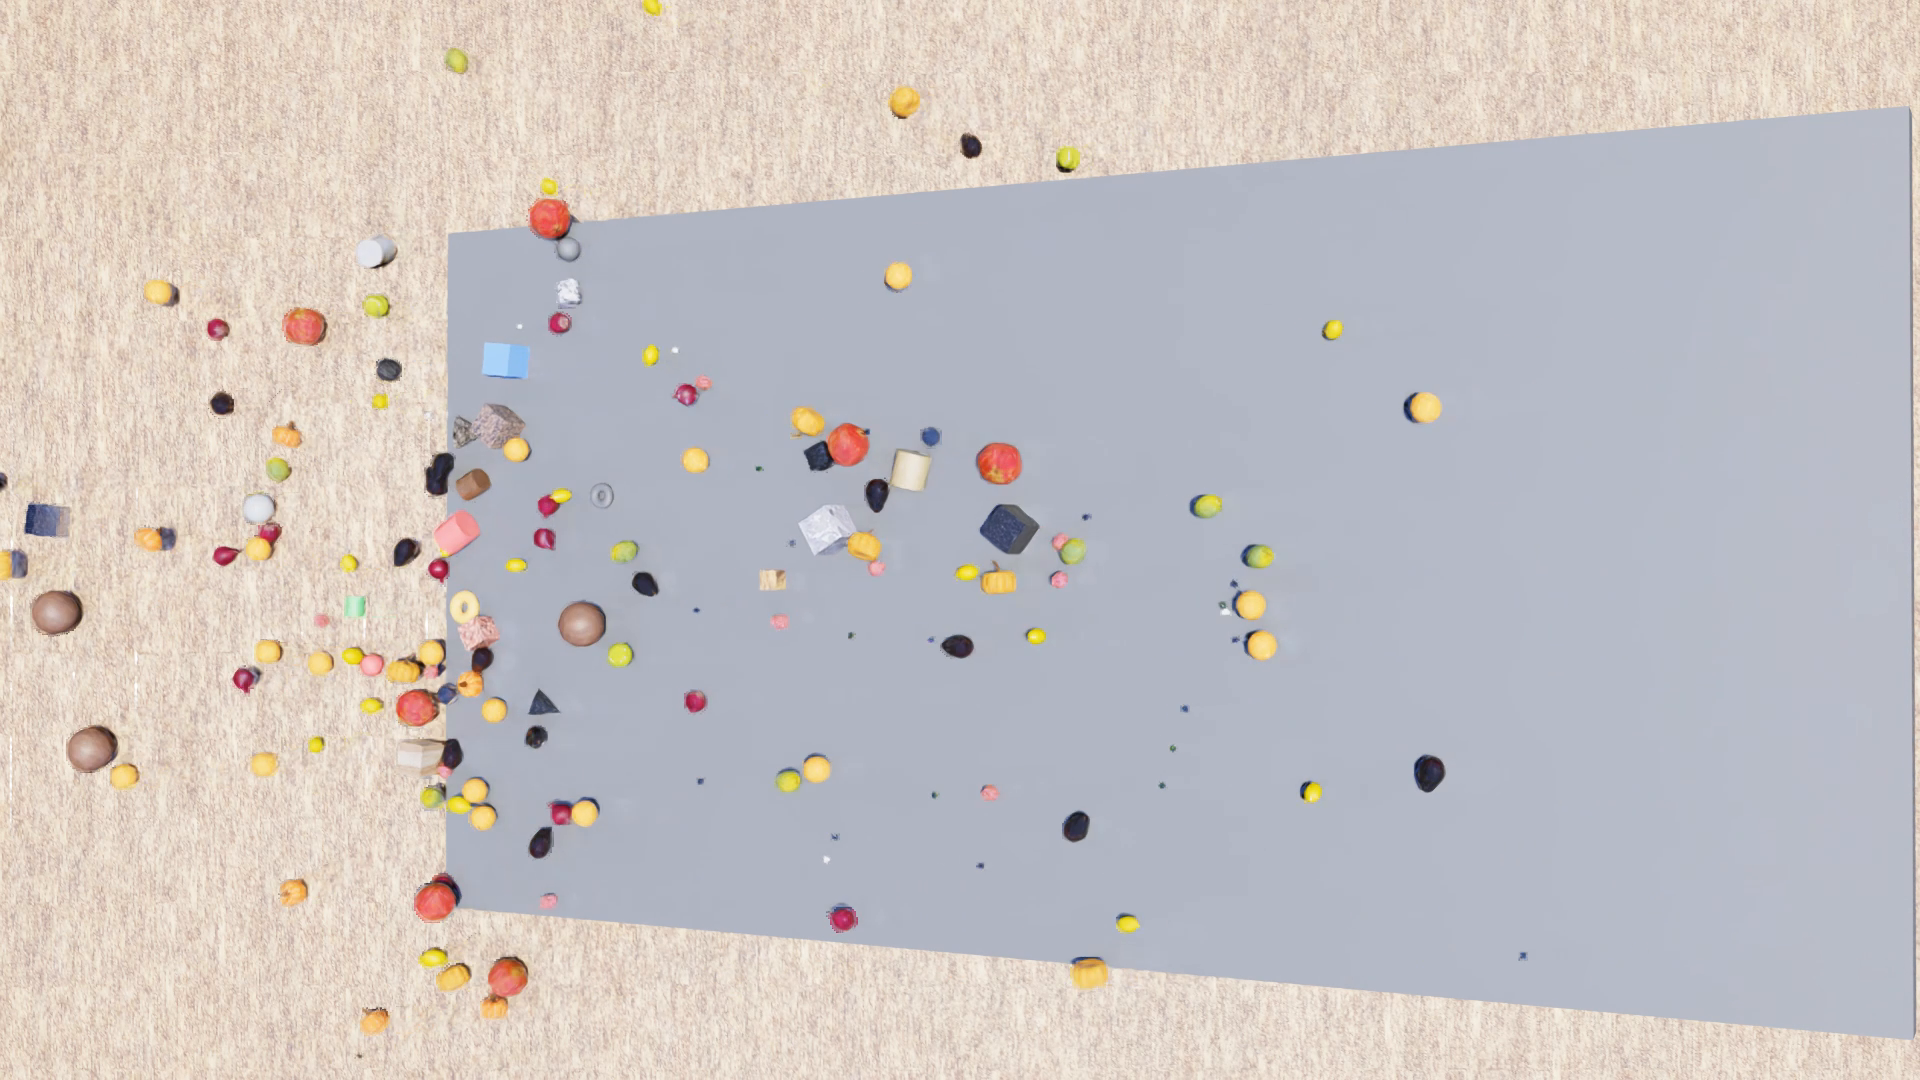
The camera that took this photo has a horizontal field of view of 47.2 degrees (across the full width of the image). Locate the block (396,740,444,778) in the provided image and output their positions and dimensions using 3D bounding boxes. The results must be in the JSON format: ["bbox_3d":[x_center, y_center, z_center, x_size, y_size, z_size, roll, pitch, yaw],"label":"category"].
[{"bbox_3d":[-1.599,0.646,6.512,0.091,0.091,0.091,7,93,29],"label":"block"}]

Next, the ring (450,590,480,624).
[{"bbox_3d":[-1.459,0.198,6.477,0.100,0.033,0.100,-1,88,27],"label":"ring"}]

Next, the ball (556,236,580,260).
[{"bbox_3d":[-1.121,-0.834,6.295,0.068,0.068,0.068,0,89,0],"label":"ball"}]

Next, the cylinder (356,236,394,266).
[{"bbox_3d":[-1.743,-0.863,6.563,0.082,0.082,0.082,4,107,12],"label":"cylinder"}]

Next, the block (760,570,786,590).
[{"bbox_3d":[-0.510,0.111,5.981,0.051,0.051,0.051,-4,88,27],"label":"block"}]

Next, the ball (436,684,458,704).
[{"bbox_3d":[-1.512,0.455,6.486,0.060,0.060,0.060,0,89,0],"label":"ball"}]

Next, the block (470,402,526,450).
[{"bbox_3d":[-1.343,-0.329,6.388,0.094,0.094,0.094,40,107,22],"label":"block"}]

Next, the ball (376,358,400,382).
[{"bbox_3d":[-1.714,-0.509,6.592,0.068,0.068,0.068,0,89,0],"label":"ball"}]

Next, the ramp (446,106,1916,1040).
[{"bbox_3d":[0.278,0.079,5.662,4.000,0.100,2.000,0,89,27],"label":"ramp"}]

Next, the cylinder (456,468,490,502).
[{"bbox_3d":[-1.426,-0.162,6.441,0.073,0.073,0.073,-31,89,24],"label":"cylinder"}]

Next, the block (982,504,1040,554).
[{"bbox_3d":[0.130,-0.028,5.632,0.090,0.090,0.090,41,107,21],"label":"block"}]

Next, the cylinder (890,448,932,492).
[{"bbox_3d":[-0.129,-0.184,5.763,0.093,0.093,0.093,13,97,0],"label":"cylinder"}]

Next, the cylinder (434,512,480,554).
[{"bbox_3d":[-1.478,-0.021,6.455,0.093,0.093,0.093,-35,89,22],"label":"cylinder"}]

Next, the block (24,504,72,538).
[{"bbox_3d":[-2.727,-0.058,6.574,0.093,0.093,0.093,7,89,0],"label":"block"}]

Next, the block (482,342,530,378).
[{"bbox_3d":[-1.317,-0.522,6.379,0.091,0.091,0.091,7,93,27],"label":"block"}]

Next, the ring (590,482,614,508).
[{"bbox_3d":[-1.020,-0.126,6.260,0.075,0.025,0.075,0,91,27],"label":"ring"}]

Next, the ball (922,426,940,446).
[{"bbox_3d":[-0.076,-0.271,5.763,0.051,0.051,0.051,0,89,0],"label":"ball"}]

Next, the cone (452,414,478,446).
[{"bbox_3d":[-1.430,-0.316,6.462,0.096,0.096,0.096,6,89,4],"label":"cone"}]

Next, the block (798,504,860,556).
[{"bbox_3d":[-0.349,-0.026,5.874,0.098,0.098,0.098,-34,75,23],"label":"block"}]

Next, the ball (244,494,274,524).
[{"bbox_3d":[-2.096,-0.094,6.573,0.090,0.090,0.090,0,89,0],"label":"ball"}]

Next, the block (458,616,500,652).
[{"bbox_3d":[-1.405,0.274,6.425,0.075,0.075,0.075,-32,76,23],"label":"block"}]

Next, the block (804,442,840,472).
[{"bbox_3d":[-0.371,-0.224,5.909,0.060,0.060,0.060,-27,77,24],"label":"block"}]

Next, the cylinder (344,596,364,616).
[{"bbox_3d":[-1.811,0.199,6.581,0.057,0.057,0.057,0,90,0],"label":"cylinder"}]

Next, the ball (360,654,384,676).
[{"bbox_3d":[-1.760,0.374,6.582,0.067,0.067,0.067,0,89,0],"label":"ball"}]

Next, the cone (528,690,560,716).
[{"bbox_3d":[-1.188,0.481,6.333,0.081,0.081,0.081,21,89,-1],"label":"cone"}]
